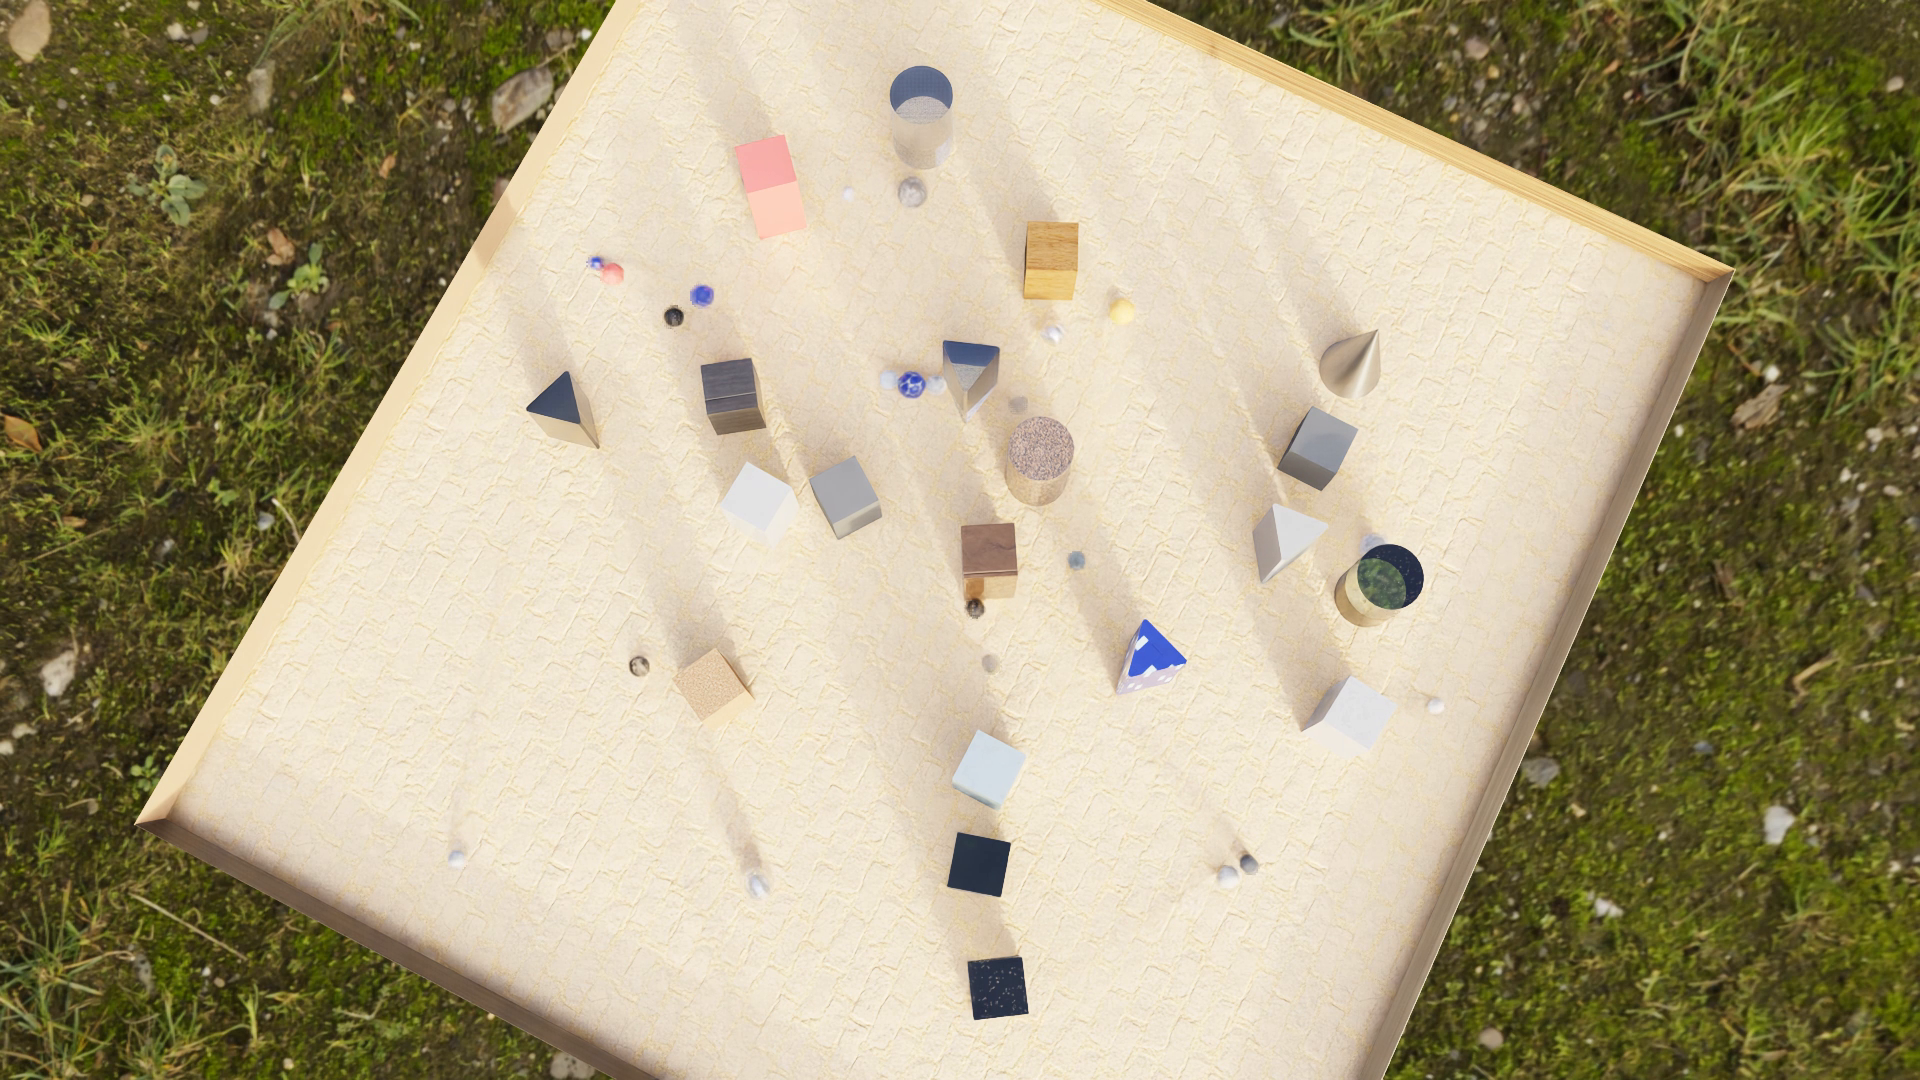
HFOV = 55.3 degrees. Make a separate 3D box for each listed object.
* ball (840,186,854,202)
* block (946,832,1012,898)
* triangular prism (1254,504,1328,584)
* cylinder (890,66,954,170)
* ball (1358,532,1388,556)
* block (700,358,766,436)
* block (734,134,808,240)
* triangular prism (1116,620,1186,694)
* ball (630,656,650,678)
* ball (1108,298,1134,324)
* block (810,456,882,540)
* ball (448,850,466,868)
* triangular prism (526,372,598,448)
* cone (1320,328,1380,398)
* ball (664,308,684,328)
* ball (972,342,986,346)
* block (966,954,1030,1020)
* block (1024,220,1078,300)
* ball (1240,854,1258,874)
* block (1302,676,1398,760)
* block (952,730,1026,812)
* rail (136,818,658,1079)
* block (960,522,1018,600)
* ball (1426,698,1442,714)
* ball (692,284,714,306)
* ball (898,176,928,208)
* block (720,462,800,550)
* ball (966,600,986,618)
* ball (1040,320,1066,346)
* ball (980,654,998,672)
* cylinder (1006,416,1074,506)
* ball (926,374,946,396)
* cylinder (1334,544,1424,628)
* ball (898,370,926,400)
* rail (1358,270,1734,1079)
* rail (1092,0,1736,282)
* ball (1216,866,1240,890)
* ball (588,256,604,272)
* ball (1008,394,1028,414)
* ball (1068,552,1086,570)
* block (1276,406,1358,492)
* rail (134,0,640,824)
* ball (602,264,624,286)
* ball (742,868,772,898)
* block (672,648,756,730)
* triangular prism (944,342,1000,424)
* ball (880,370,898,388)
[{"bbox_3d":[-0.356,-1.099,5.821,0.046,0.046,0.046,0,78,0],"label":"ball"},{"bbox_3d":[0.054,0.938,5.274,0.154,0.291,0.154,11,79,2],"label":"block"},{"bbox_3d":[0.944,-0.009,5.427,0.167,0.375,0.145,-37,81,-7],"label":"triangular prism"},{"bbox_3d":[-0.117,-1.313,5.714,0.193,0.341,0.193,0,78,0],"label":"cylinder"},{"bbox_3d":[1.258,0.024,5.565,0.092,0.092,0.092,0,78,0],"label":"ball"},{"bbox_3d":[-0.689,-0.435,5.583,0.154,0.242,0.154,-9,78,-2],"label":"block"},{"bbox_3d":[-0.579,-1.084,5.648,0.154,0.377,0.154,-15,79,-3],"label":"block"},{"bbox_3d":[0.534,0.334,5.326,0.167,0.433,0.145,-13,79,-3],"label":"triangular prism"},{"bbox_3d":[-0.962,0.382,5.505,0.063,0.063,0.063,0,78,0],"label":"ball"},{"bbox_3d":[0.505,-0.713,5.723,0.081,0.081,0.081,0,78,0],"label":"ball"},{"bbox_3d":[-0.343,-0.125,5.522,0.154,0.235,0.154,-28,80,-6],"label":"block"},{"bbox_3d":[-1.481,0.939,5.395,0.053,0.053,0.053,0,78,0],"label":"ball"},{"bbox_3d":[-1.179,-0.402,5.549,0.167,0.294,0.145,15,79,3],"label":"triangular prism"},{"bbox_3d":[1.219,-0.574,5.529,0.193,0.404,0.193,0,78,0],"label":"cone"},{"bbox_3d":[-0.894,-0.695,5.728,0.063,0.063,0.063,0,78,0],"label":"ball"},{"bbox_3d":[0.053,-0.568,5.687,0.093,0.093,0.093,0,78,0],"label":"ball"},{"bbox_3d":[0.105,1.270,5.208,0.154,0.286,0.154,-6,78,-1],"label":"block"},{"bbox_3d":[0.279,-0.859,5.657,0.154,0.269,0.154,2,78,0],"label":"block"},{"bbox_3d":[0.848,0.953,5.392,0.053,0.053,0.053,0,78,0],"label":"ball"},{"bbox_3d":[1.130,0.521,5.339,0.154,0.332,0.154,33,80,6],"label":"block"},{"bbox_3d":[0.083,0.670,5.291,0.154,0.367,0.154,27,80,5],"label":"block"},{"bbox_3d":[-0.808,1.590,5.222,3.530,0.125,0.045,26,80,5],"label":"rail"},{"bbox_3d":[0.084,0.068,5.413,0.154,0.371,0.154,-3,78,-1],"label":"block"},{"bbox_3d":[1.423,0.498,5.490,0.047,0.047,0.047,0,78,0],"label":"ball"},{"bbox_3d":[-0.803,-0.766,5.739,0.070,0.070,0.070,0,78,0],"label":"ball"},{"bbox_3d":[-0.149,-1.100,5.795,0.096,0.096,0.096,0,78,0],"label":"ball"},{"bbox_3d":[-0.597,-0.099,5.493,0.154,0.281,0.154,29,80,6],"label":"block"},{"bbox_3d":[0.049,0.209,5.544,0.057,0.057,0.057,0,78,0],"label":"ball"},{"bbox_3d":[0.291,-0.644,5.708,0.082,0.082,0.082,0,78,0],"label":"ball"},{"bbox_3d":[0.090,0.372,5.511,0.055,0.055,0.055,0,78,0],"label":"ball"},{"bbox_3d":[0.236,-0.232,5.491,0.193,0.339,0.193,0,78,0],"label":"cylinder"},{"bbox_3d":[-0.074,-0.481,5.682,0.066,0.066,0.066,0,78,0],"label":"ball"},{"bbox_3d":[1.236,0.138,5.421,0.193,0.328,0.193,0,78,0],"label":"cylinder"},{"bbox_3d":[-0.150,-0.479,5.671,0.088,0.088,0.088,0,78,0],"label":"ball"},{"bbox_3d":[1.557,0.769,5.392,0.045,0.125,3.663,26,80,5],"label":"rail"},{"bbox_3d":[0.808,-1.577,5.878,3.530,0.125,0.045,26,80,5],"label":"rail"},{"bbox_3d":[0.787,0.991,5.377,0.067,0.067,0.067,0,78,0],"label":"ball"},{"bbox_3d":[-1.145,-0.871,5.772,0.048,0.048,0.048,0,78,0],"label":"ball"},{"bbox_3d":[0.180,-0.421,5.673,0.059,0.059,0.059,0,78,0],"label":"ball"},{"bbox_3d":[0.356,0.066,5.576,0.053,0.053,0.053,0,78,0],"label":"ball"},{"bbox_3d":[1.082,-0.275,5.555,0.154,0.232,0.154,28,80,5],"label":"block"},{"bbox_3d":[-1.557,-0.756,5.708,0.045,0.125,3.663,26,80,5],"label":"rail"},{"bbox_3d":[-1.088,-0.833,5.753,0.071,0.071,0.071,0,78,0],"label":"ball"},{"bbox_3d":[-0.594,1.003,5.364,0.088,0.088,0.088,0,78,0],"label":"ball"},{"bbox_3d":[-0.722,0.441,5.390,0.154,0.265,0.154,-35,80,-7],"label":"block"},{"bbox_3d":[0.008,-0.505,5.540,0.145,0.354,0.167,36,81,7],"label":"triangular prism"},{"bbox_3d":[-0.220,-0.499,5.690,0.059,0.059,0.059,0,78,0],"label":"ball"}]
